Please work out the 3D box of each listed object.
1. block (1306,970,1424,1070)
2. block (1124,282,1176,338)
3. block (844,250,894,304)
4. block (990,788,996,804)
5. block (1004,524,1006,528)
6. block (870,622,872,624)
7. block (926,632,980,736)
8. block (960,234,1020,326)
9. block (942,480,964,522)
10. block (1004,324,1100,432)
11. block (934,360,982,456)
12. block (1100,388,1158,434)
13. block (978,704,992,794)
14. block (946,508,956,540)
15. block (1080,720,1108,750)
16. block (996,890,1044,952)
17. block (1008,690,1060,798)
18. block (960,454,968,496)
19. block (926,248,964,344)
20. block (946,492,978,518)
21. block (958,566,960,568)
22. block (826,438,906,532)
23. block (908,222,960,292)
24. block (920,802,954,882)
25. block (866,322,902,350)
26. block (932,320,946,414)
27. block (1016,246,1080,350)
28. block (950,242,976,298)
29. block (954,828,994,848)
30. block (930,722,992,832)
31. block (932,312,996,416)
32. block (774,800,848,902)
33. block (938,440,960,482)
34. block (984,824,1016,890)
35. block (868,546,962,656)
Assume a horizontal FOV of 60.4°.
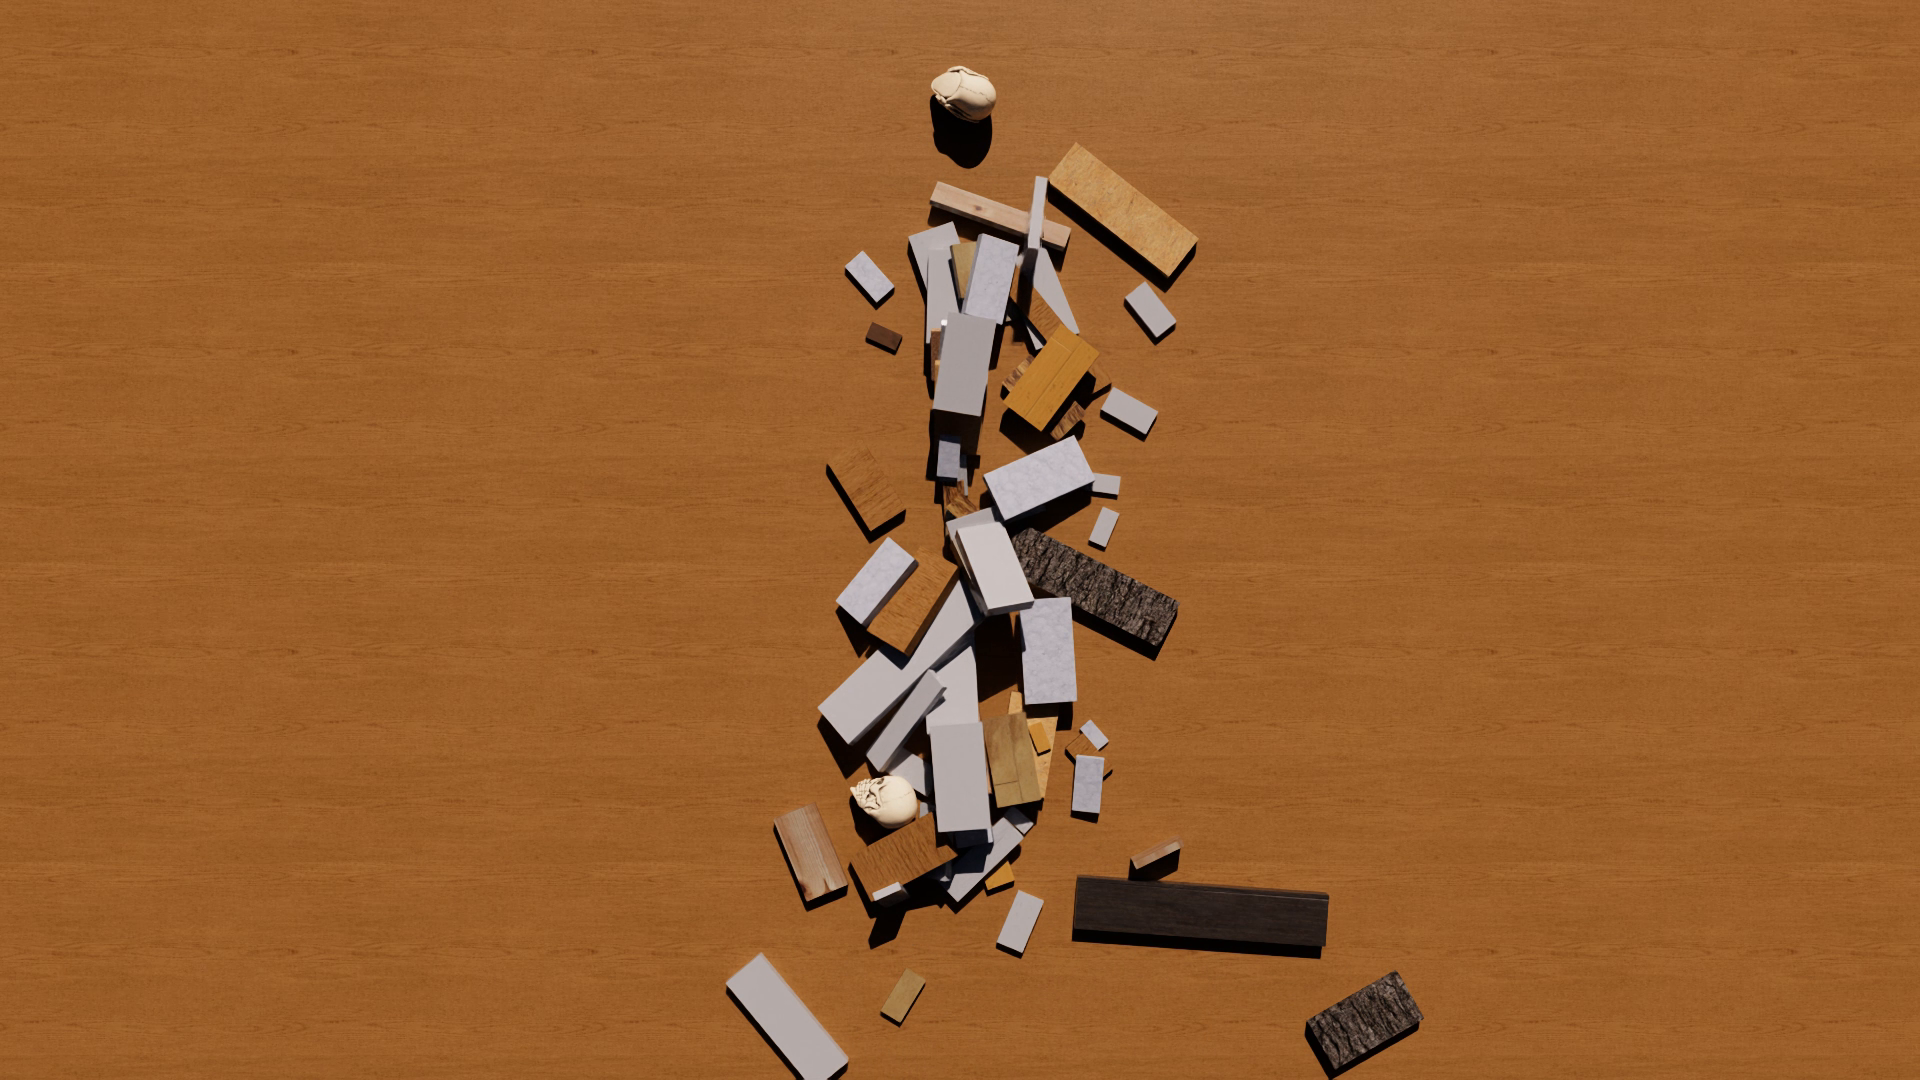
[{"bbox_3d":[1.345,1.592,5.476,0.341,0.048,0.171,-30,90,0],"label":"block"},{"bbox_3d":[0.634,-0.766,5.488,0.085,0.024,0.170,-39,91,1],"label":"block"},{"bbox_3d":[-0.300,-0.875,5.489,0.080,0.023,0.159,-42,90,0],"label":"block"},{"bbox_3d":[0.051,0.877,5.489,0.077,0.022,0.154,38,90,0],"label":"block"},{"bbox_3d":[0.138,-0.082,5.475,0.053,0.015,0.106,19,90,-13],"label":"block"},{"bbox_3d":[-0.241,0.263,5.488,0.176,0.025,0.088,36,90,0],"label":"block"},{"bbox_3d":[-0.029,0.468,5.426,0.170,0.048,0.340,-4,75,4],"label":"block"},{"bbox_3d":[0.099,-0.849,5.385,0.135,0.038,0.269,14,85,-22],"label":"block"},{"bbox_3d":[-0.019,-0.129,5.472,0.070,0.020,0.140,-3,105,0],"label":"block"},{"bbox_3d":[0.301,-0.533,5.415,0.160,0.045,0.320,37,99,4],"label":"block"},{"bbox_3d":[-0.005,-0.433,5.413,0.156,0.044,0.312,1,115,0],"label":"block"},{"bbox_3d":[0.563,-0.430,5.488,0.170,0.024,0.085,29,90,0],"label":"block"},{"bbox_3d":[-0.004,0.678,5.420,0.170,0.048,0.340,-10,74,4],"label":"block"},{"bbox_3d":[-0.020,-0.054,5.470,0.054,0.015,0.108,1,101,-1],"label":"block"},{"bbox_3d":[0.447,0.648,5.493,0.047,0.013,0.094,-41,90,0],"label":"block"},{"bbox_3d":[0.200,1.268,5.487,0.092,0.026,0.184,23,90,0],"label":"block"},{"bbox_3d":[0.225,0.676,5.477,0.165,0.047,0.329,9,90,0],"label":"block"},{"bbox_3d":[-0.011,-0.216,5.469,0.070,0.020,0.140,-2,107,2],"label":"block"},{"bbox_3d":[-0.029,-0.799,5.434,0.155,0.044,0.310,2,90,0],"label":"block"},{"bbox_3d":[0.028,-0.084,5.452,0.140,0.020,0.070,44,88,-19],"label":"block"},{"bbox_3d":[0.019,0.083,5.492,0.054,0.015,0.108,11,90,0],"label":"block"},{"bbox_3d":[-0.311,-0.182,5.480,0.138,0.039,0.275,-32,90,0],"label":"block"},{"bbox_3d":[-0.047,-0.882,5.478,0.155,0.044,0.311,-19,90,0],"label":"block"},{"bbox_3d":[-0.081,0.996,5.450,0.121,0.034,0.241,3,90,37],"label":"block"},{"bbox_3d":[-0.253,-0.678,5.492,0.110,0.016,0.055,24,90,0],"label":"block"},{"bbox_3d":[0.003,-0.559,5.404,0.156,0.044,0.312,5,118,-2],"label":"block"},{"bbox_3d":[0.266,-0.802,5.478,0.155,0.044,0.311,-22,90,0],"label":"block"},{"bbox_3d":[0.024,-0.882,5.388,0.087,0.025,0.174,-12,95,-22],"label":"block"},{"bbox_3d":[0.031,0.888,5.449,0.121,0.034,0.241,-12,77,8],"label":"block"},{"bbox_3d":[0.002,0.764,5.328,0.170,0.048,0.340,-5,88,4],"label":"block"},{"bbox_3d":[0.015,-0.566,5.304,0.156,0.044,0.312,9,98,-1],"label":"block"},{"bbox_3d":[-0.494,1.033,5.479,0.146,0.041,0.292,-22,90,0],"label":"block"},{"bbox_3d":[-0.036,-0.263,5.435,0.069,0.020,0.139,-2,107,2],"label":"block"},{"bbox_3d":[0.105,1.054,5.486,0.096,0.027,0.192,-20,90,0],"label":"block"},{"bbox_3d":[-0.148,0.200,5.417,0.166,0.047,0.332,28,82,31],"label":"block"}]
